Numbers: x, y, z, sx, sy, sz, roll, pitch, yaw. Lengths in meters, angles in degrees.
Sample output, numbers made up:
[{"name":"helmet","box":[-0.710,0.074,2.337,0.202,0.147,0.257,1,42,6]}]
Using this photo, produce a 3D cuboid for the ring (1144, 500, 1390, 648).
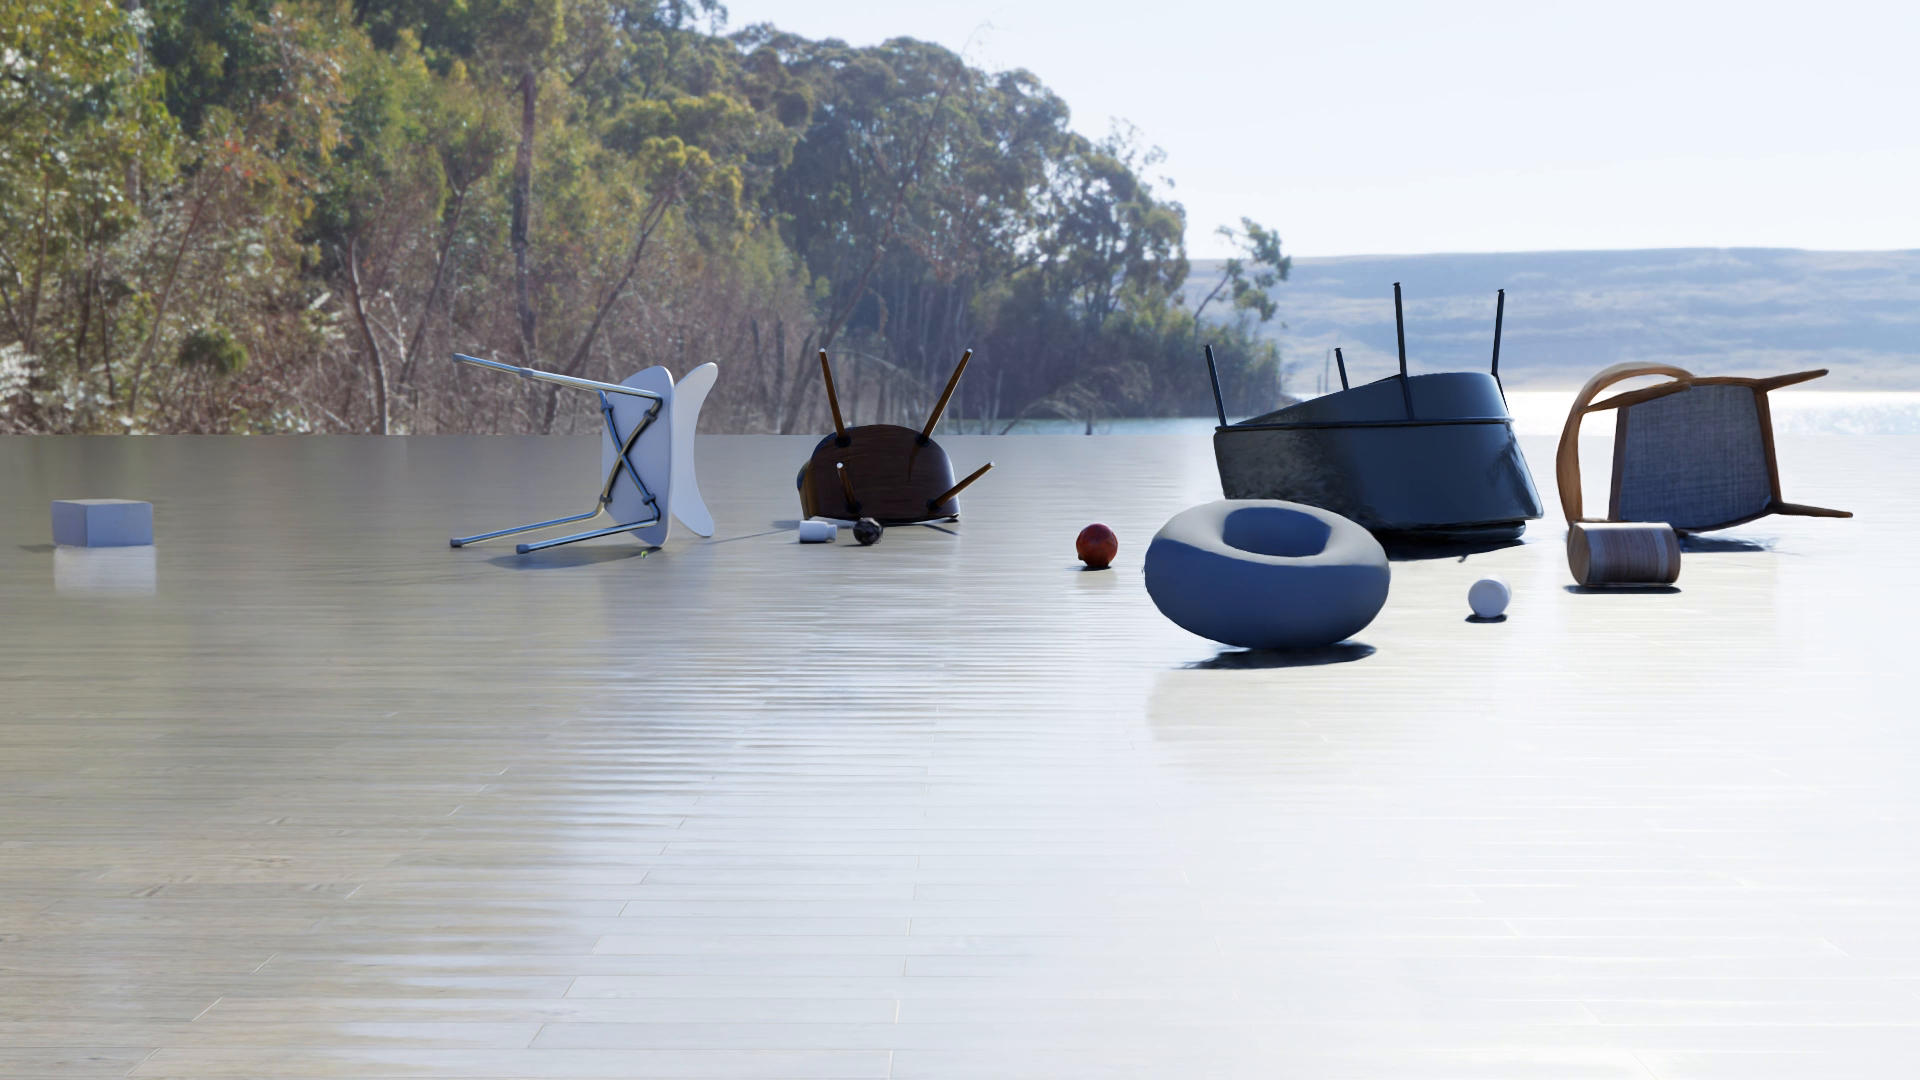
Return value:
[{"name":"ring","box":[0.549,0.058,3.923,0.484,0.165,0.405,-12,28,-41]}]

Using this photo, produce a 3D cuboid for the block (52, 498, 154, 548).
[{"name":"block","box":[-2.483,-0.050,6.366,0.187,0.123,0.286,-3,5,-41]}]

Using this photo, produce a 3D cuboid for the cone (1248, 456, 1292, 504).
[{"name":"cone","box":[1.115,-0.163,8.172,0.165,0.223,0.258,1,-20,-9]}]

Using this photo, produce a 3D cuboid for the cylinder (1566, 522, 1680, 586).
[{"name":"cylinder","box":[1.522,0.032,5.048,0.211,0.129,0.168,0,37,-4]}]

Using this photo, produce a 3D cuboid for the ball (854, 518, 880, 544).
[{"name":"ball","box":[-0.269,-0.027,6.355,0.079,0.079,0.079,0,4,0]}]
